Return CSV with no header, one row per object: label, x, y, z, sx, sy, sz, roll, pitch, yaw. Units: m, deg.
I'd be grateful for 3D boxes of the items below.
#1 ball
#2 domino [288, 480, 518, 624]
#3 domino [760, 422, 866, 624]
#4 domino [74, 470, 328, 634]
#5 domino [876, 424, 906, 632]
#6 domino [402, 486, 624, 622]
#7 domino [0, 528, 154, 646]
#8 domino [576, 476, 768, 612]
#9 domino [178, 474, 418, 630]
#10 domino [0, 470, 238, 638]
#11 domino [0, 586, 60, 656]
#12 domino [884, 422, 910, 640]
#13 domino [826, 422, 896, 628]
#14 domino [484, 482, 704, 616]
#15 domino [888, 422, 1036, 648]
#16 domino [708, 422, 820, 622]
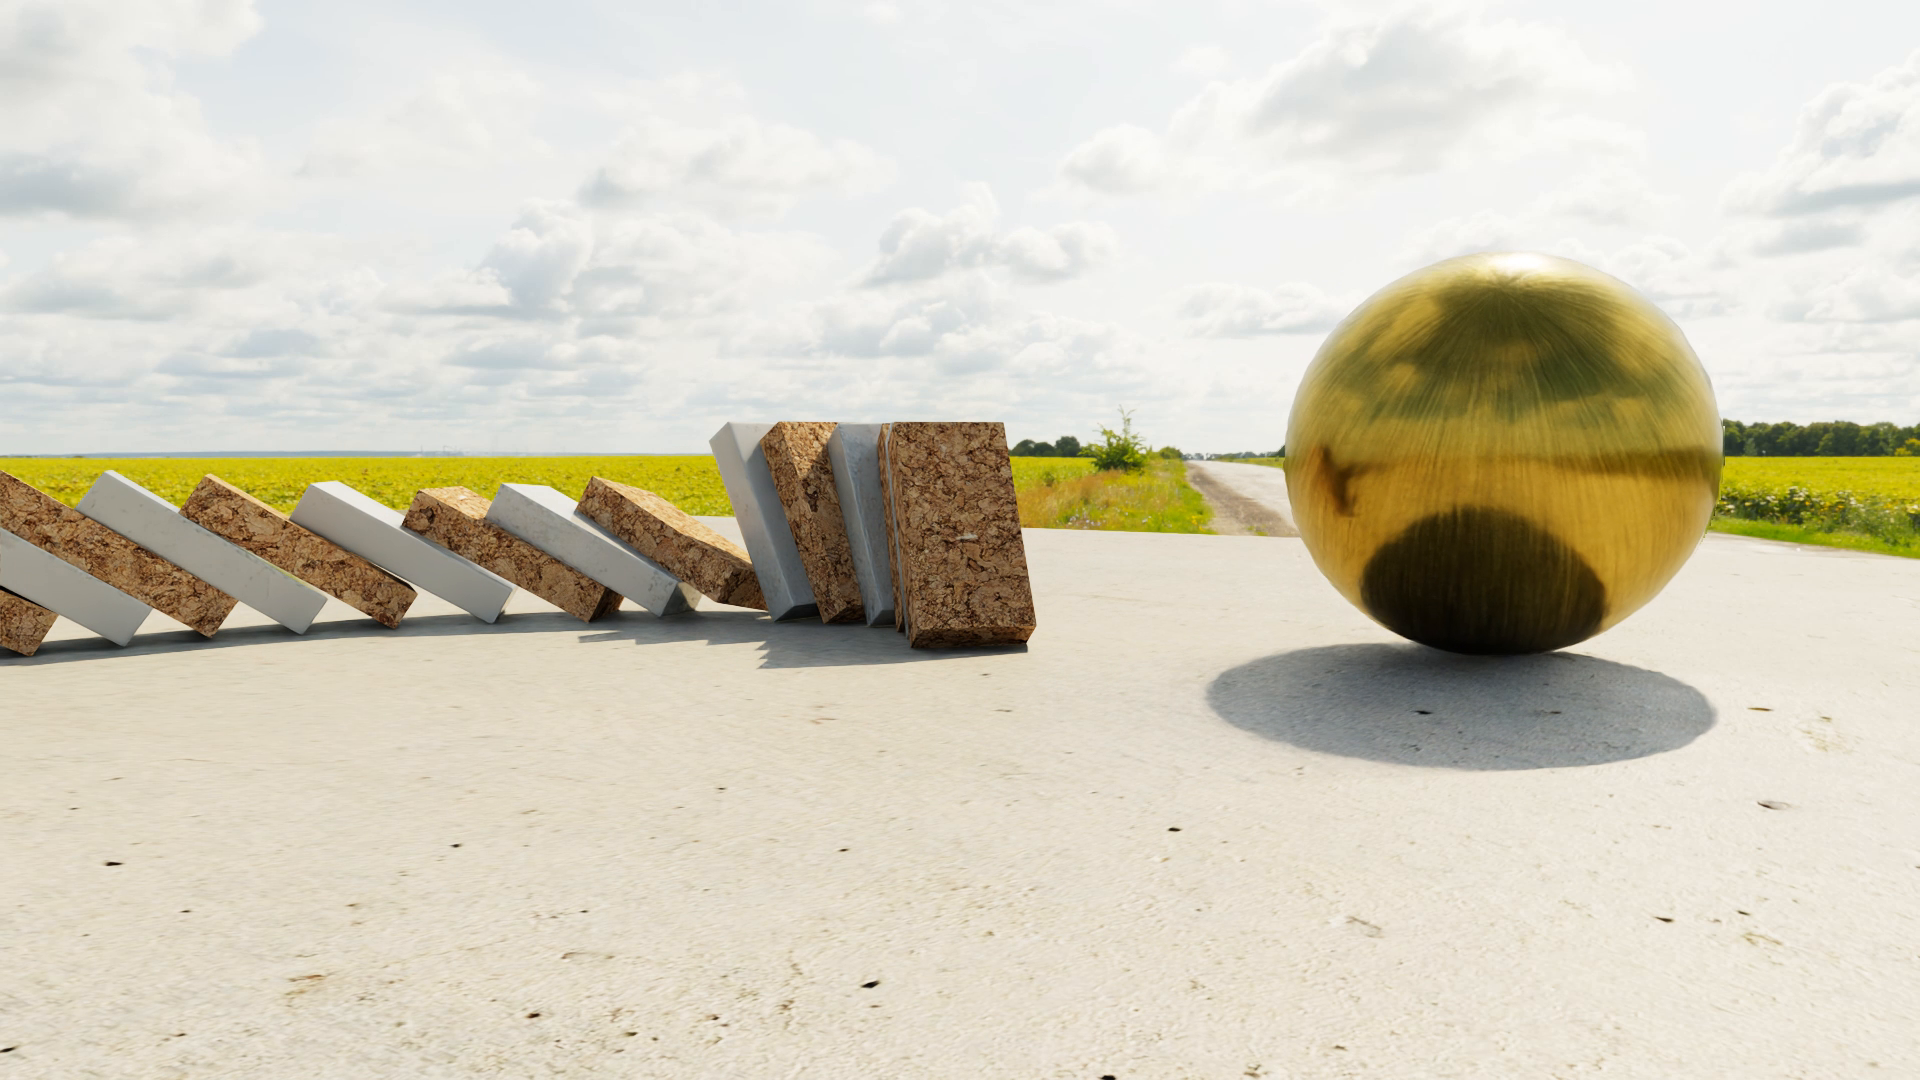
ball,0.106,-0.017,0.255,0.080,0.080,0.080,0,4,0
domino,-0.132,0.003,0.309,0.050,0.010,0.025,30,-3,-14
domino,-0.029,-0.005,0.316,0.025,0.050,0.010,-4,-24,-44
domino,-0.168,0.003,0.285,0.050,0.009,0.025,38,-15,-27
domino,-0.004,-0.004,0.300,0.025,0.050,0.010,-1,-28,-13
domino,-0.108,0.003,0.317,0.050,0.010,0.025,28,4,-1
domino,-0.195,0.004,0.264,0.050,0.009,0.025,40,-21,-33
domino,-0.070,0.001,0.324,0.050,0.009,0.025,30,5,25
domino,-0.152,0.003,0.296,0.050,0.009,0.025,36,-13,-25
domino,-0.183,0.003,0.275,0.050,0.009,0.025,39,-20,-29
domino,-0.208,0.006,0.253,0.050,0.009,0.025,35,-18,-34
domino,-0.002,-0.003,0.289,0.025,0.050,0.010,-1,-28,-13
domino,-0.014,-0.005,0.310,0.025,0.050,0.009,-2,-27,-27
domino,-0.089,0.002,0.319,0.050,0.010,0.025,28,4,6
domino,0.000,-0.002,0.277,0.025,0.050,0.009,-1,-28,-13
domino,-0.042,-0.005,0.319,0.025,0.050,0.009,-4,-24,-46
